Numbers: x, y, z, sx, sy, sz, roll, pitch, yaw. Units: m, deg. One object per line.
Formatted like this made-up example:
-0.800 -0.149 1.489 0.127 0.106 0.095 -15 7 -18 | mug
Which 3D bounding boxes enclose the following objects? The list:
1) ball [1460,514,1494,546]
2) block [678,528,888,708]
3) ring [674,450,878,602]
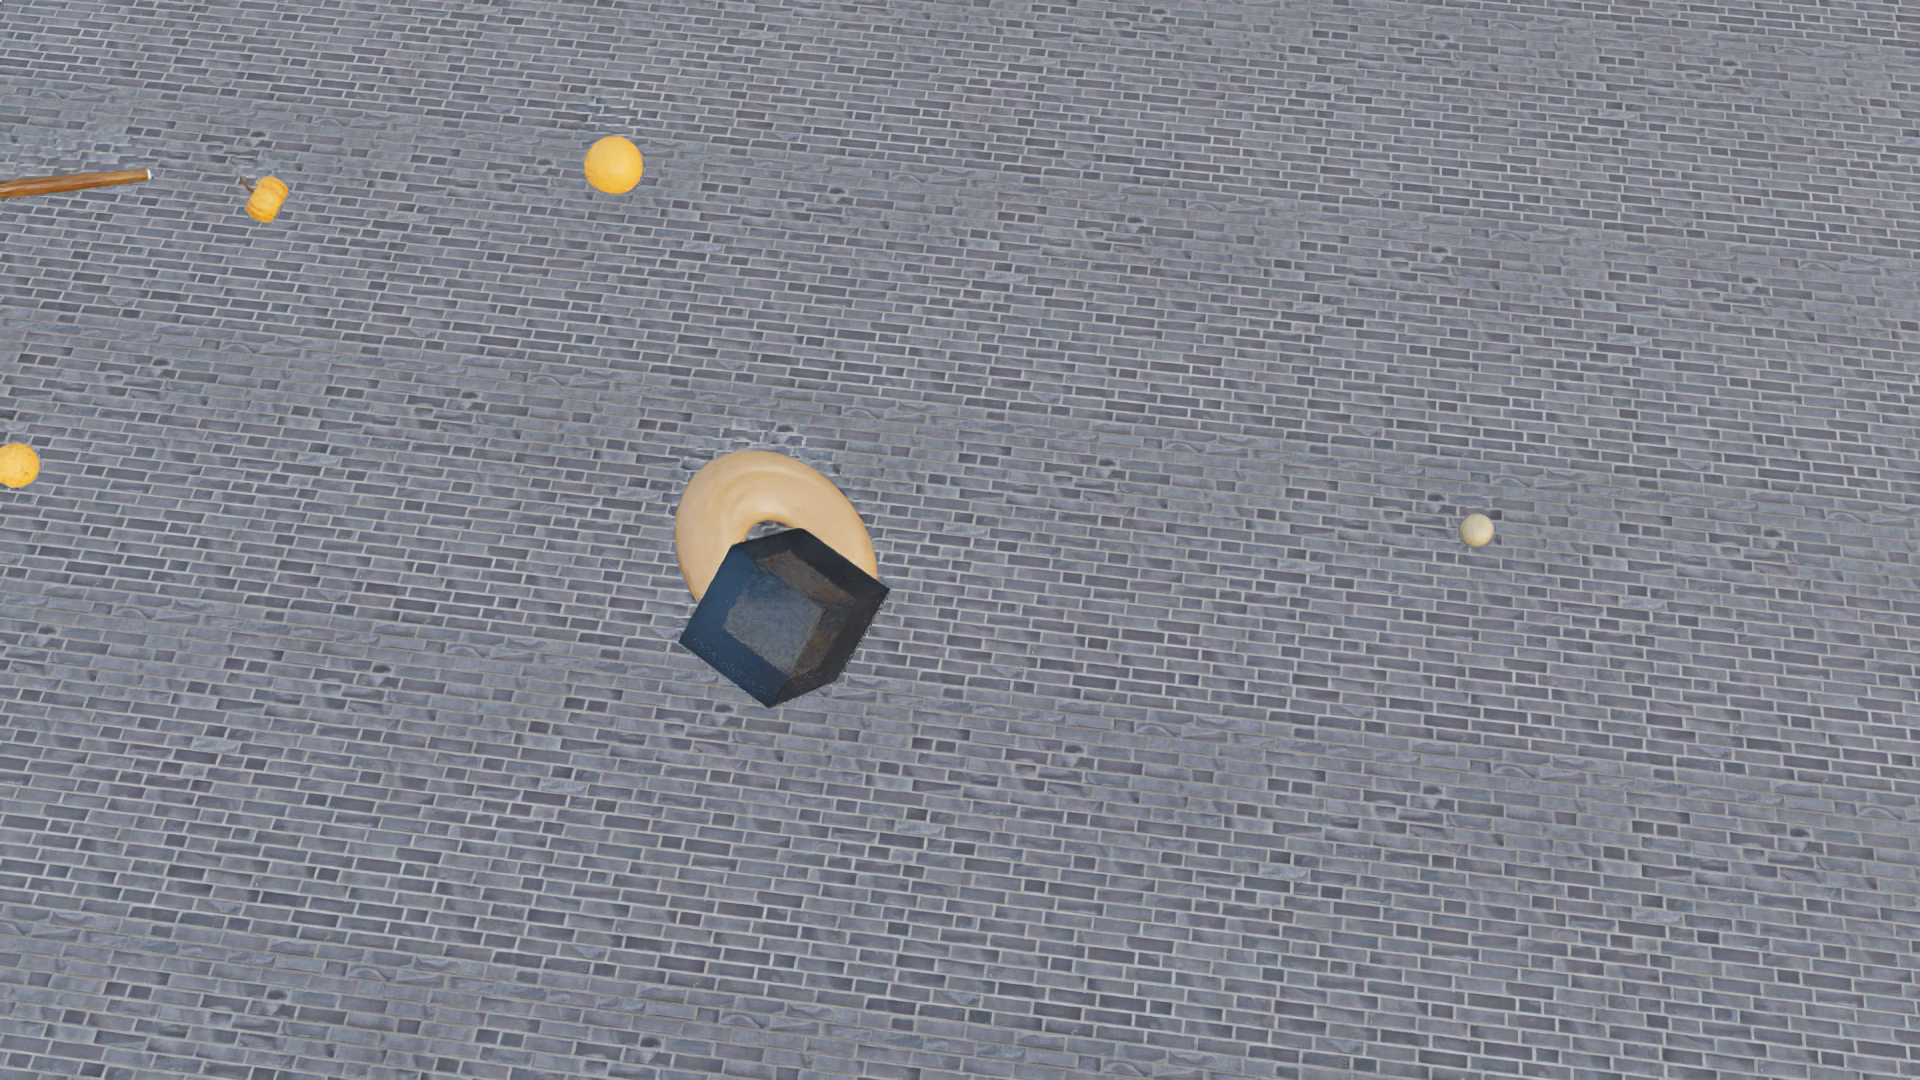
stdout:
1.000 -0.019 4.255 0.064 0.064 0.064 0 56 0 | ball
-0.260 0.112 3.285 0.171 0.238 0.172 35 107 14 | block
-0.320 0.027 3.867 0.349 0.075 0.407 -37 90 -29 | ring
